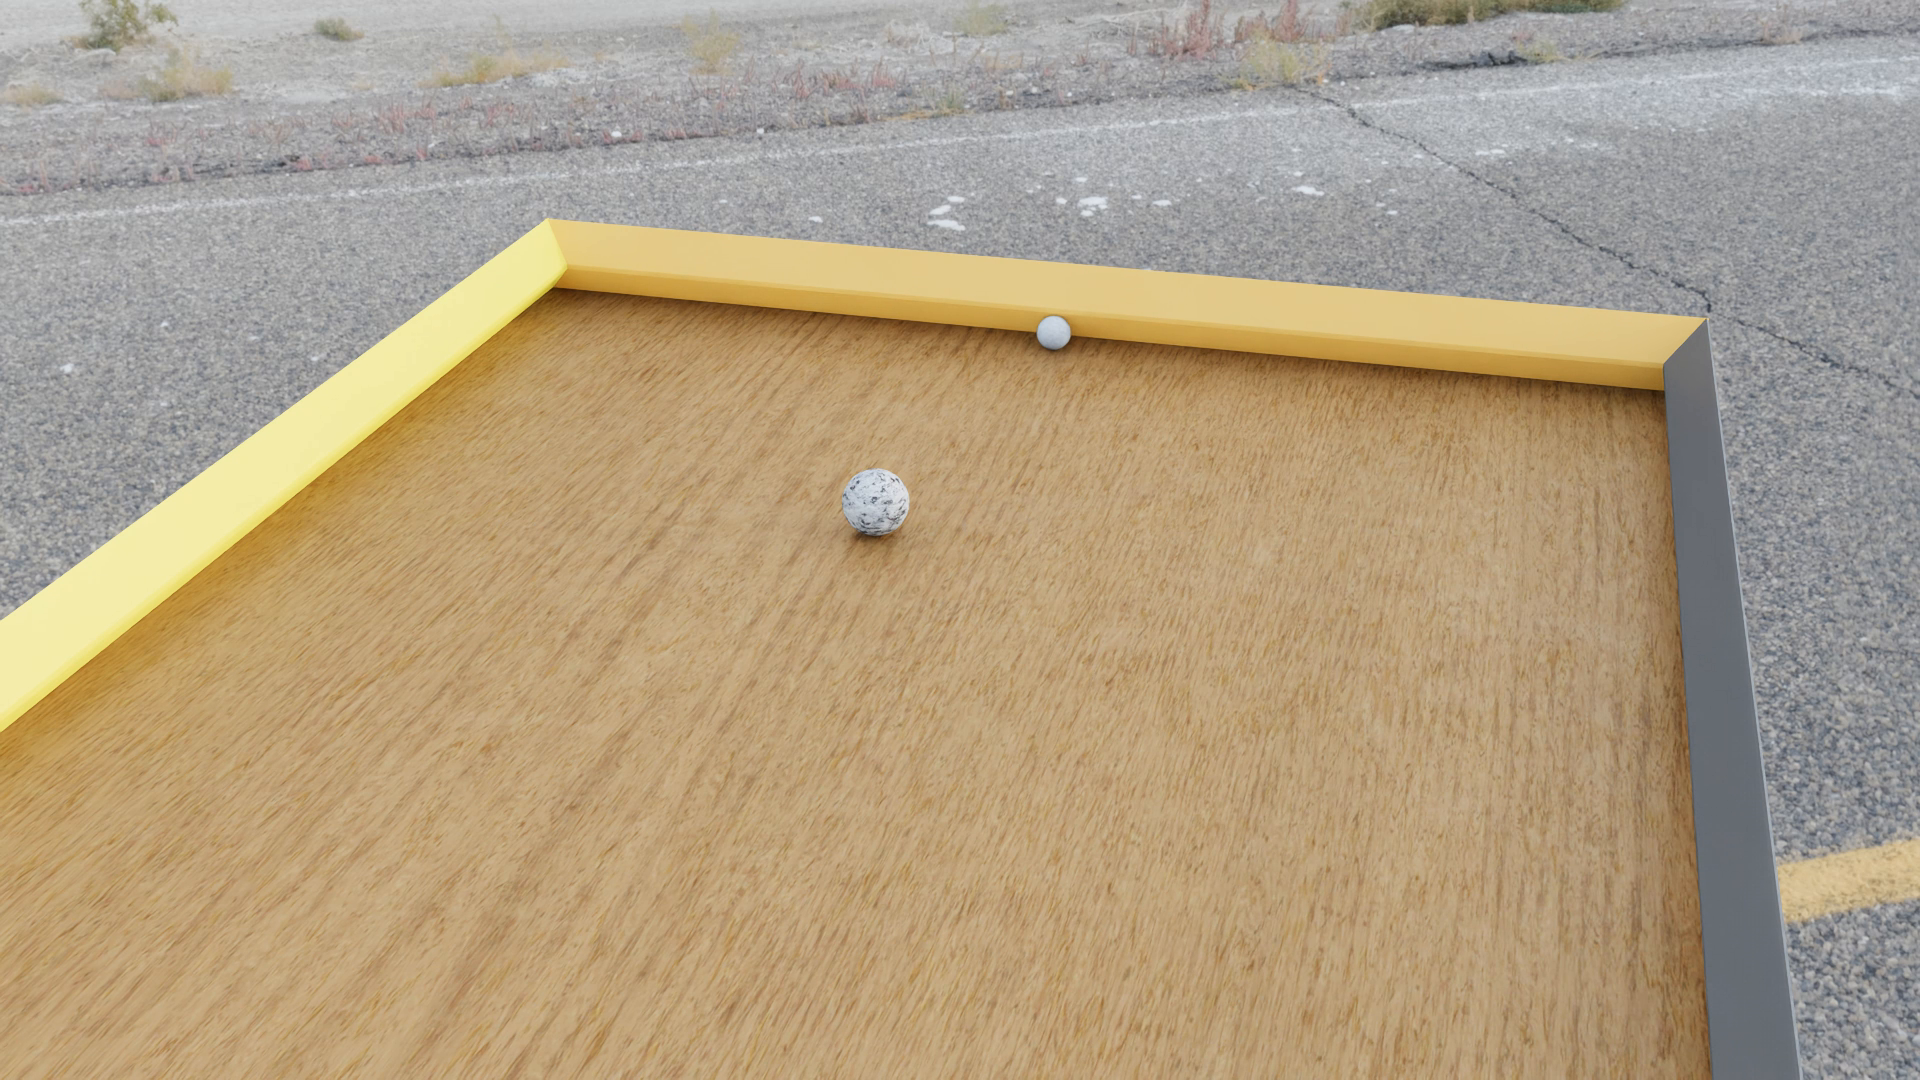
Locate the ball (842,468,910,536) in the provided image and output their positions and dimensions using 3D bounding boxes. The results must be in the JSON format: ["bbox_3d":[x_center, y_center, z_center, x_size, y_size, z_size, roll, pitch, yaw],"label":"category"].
[{"bbox_3d":[-0.087,-0.039,2.260,0.069,0.069,0.069,0,26,0],"label":"ball"}]

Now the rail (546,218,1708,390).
[{"bbox_3d":[0.159,-0.289,2.734,1.467,0.094,0.045,7,27,13],"label":"rail"}]

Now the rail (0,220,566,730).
[{"bbox_3d":[-0.852,0.185,1.783,0.045,0.094,2.613,7,27,13],"label":"rail"}]

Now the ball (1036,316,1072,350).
[{"bbox_3d":[0.116,-0.257,2.728,0.043,0.043,0.043,0,26,0],"label":"ball"}]

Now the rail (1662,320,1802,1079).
[{"bbox_3d":[0.523,0.344,1.463,0.045,0.094,2.613,7,27,13],"label":"rail"}]
